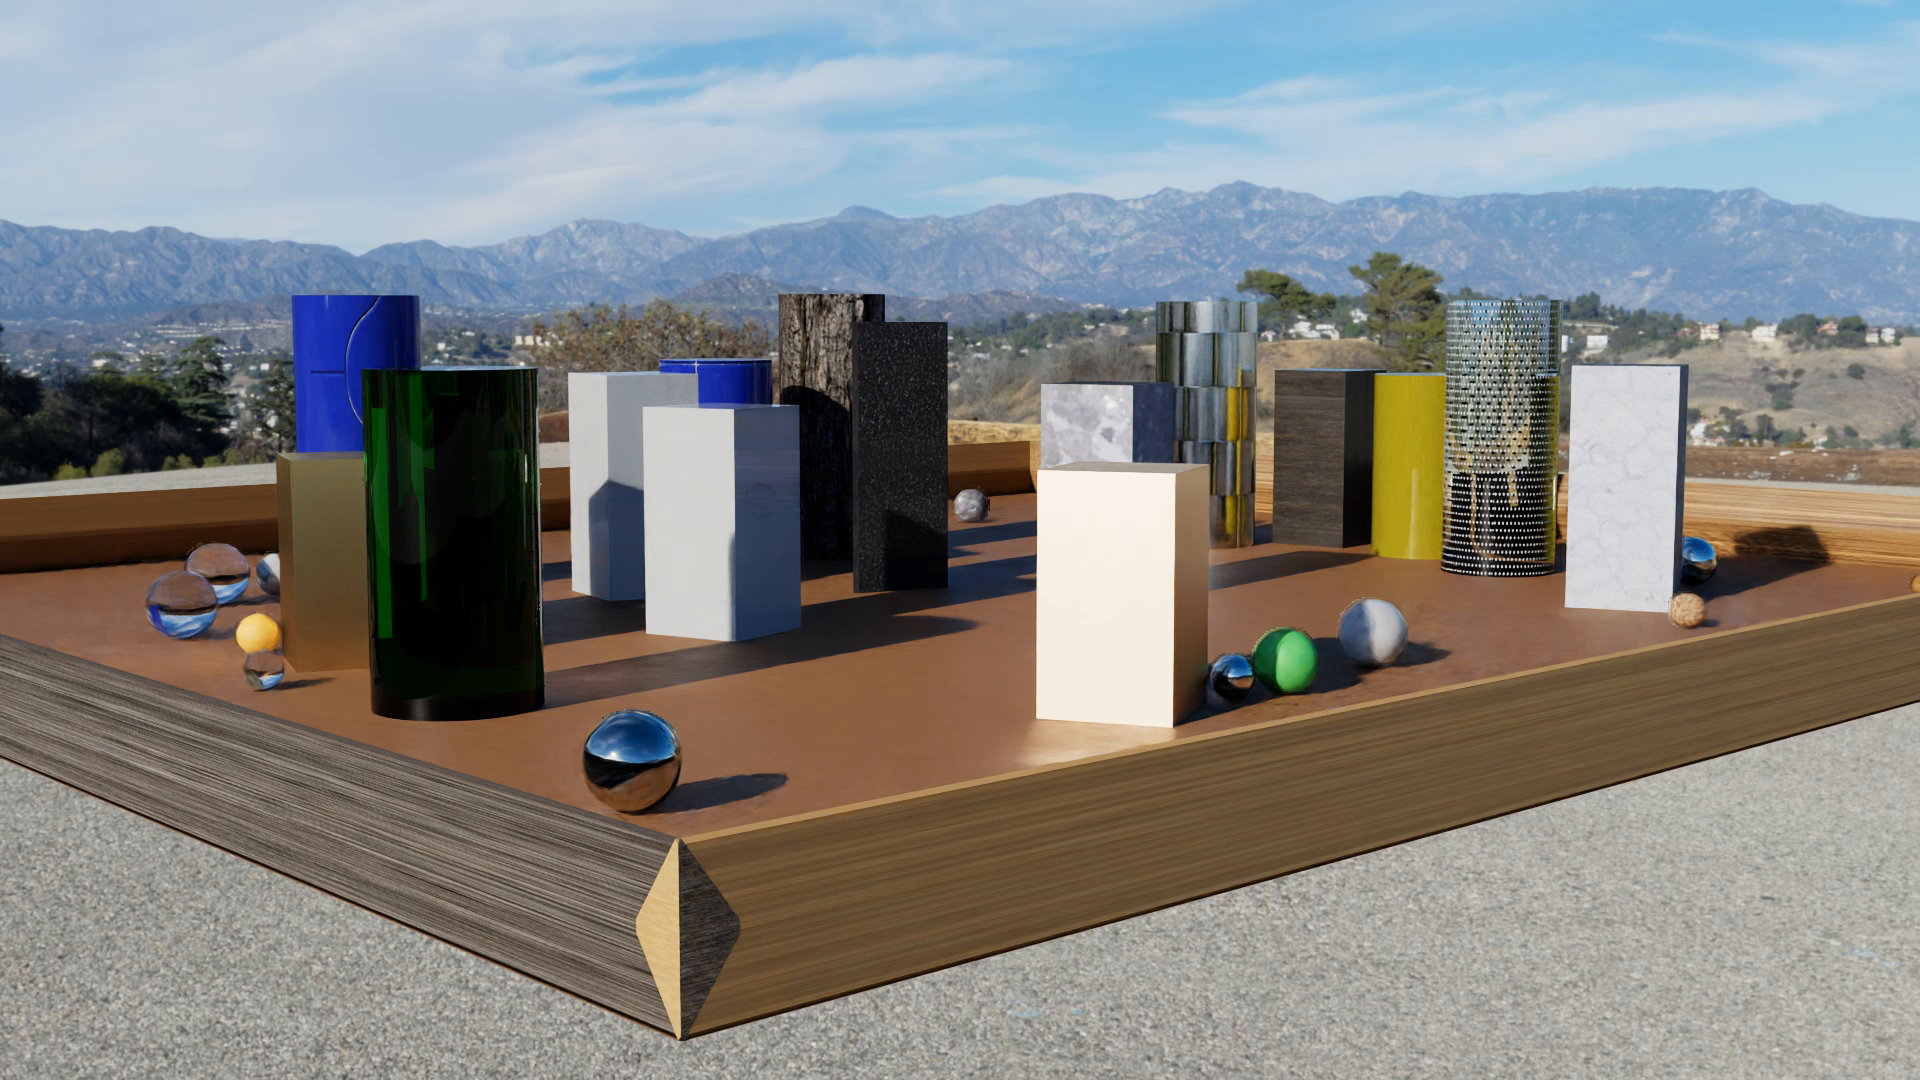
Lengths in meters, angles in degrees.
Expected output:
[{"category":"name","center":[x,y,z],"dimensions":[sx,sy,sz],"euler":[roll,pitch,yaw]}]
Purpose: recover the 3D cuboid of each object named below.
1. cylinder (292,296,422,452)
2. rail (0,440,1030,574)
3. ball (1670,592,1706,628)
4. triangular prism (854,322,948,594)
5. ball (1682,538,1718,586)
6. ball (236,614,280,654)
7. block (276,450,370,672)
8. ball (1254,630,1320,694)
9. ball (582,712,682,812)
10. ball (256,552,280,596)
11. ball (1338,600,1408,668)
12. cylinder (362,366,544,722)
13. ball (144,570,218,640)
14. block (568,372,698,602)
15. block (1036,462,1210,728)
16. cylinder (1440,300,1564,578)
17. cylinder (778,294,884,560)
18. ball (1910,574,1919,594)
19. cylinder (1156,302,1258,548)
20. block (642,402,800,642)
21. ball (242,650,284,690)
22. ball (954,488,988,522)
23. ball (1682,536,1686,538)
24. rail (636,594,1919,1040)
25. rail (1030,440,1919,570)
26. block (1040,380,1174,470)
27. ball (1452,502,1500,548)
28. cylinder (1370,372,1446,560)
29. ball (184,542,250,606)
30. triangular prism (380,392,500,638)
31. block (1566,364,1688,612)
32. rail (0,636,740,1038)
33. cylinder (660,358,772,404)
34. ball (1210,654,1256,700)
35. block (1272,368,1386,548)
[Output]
[{"category":"cylinder","center":[-0.929,-0.146,3.408],"dimensions":[0.190,0.464,0.190],"euler":[0,6,0]},{"category":"rail","center":[-0.908,-0.071,4.311],"dimensions":[2.977,0.124,0.045],"euler":[-6,8,-42]},{"category":"ball","center":[1.017,0.098,3.069],"dimensions":[0.049,0.049,0.049],"euler":[0,6,0]},{"category":"triangular prism","center":[-0.125,-0.138,3.525],"dimensions":[0.165,0.423,0.143],"euler":[-3,7,-29]},{"category":"ball","center":[1.180,0.034,3.541],"dimensions":[0.078,0.078,0.078],"euler":[0,6,0]},{"category":"ball","center":[-0.902,0.122,2.826],"dimensions":[0.054,0.054,0.054],"euler":[0,6,0]},{"category":"block","center":[-0.773,0.023,2.780],"dimensions":[0.152,0.260,0.152],"euler":[-3,7,-23]},{"category":"ball","center":[0.378,0.141,2.545],"dimensions":[0.075,0.075,0.075],"euler":[0,6,0]},{"category":"ball","center":[-0.291,0.197,1.949],"dimensions":[0.089,0.089,0.089],"euler":[0,6,0]},{"category":"ball","center":[-1.044,0.053,3.367],"dimensions":[0.067,0.067,0.067],"euler":[0,6,0]},{"category":"ball","center":[0.514,0.116,2.735],"dimensions":[0.085,0.085,0.085],"euler":[0,6,0]},{"category":"cylinder","center":[-0.564,-0.002,2.451],"dimensions":[0.190,0.379,0.190],"euler":[0,6,0]},{"category":"ball","center":[-1.048,0.088,2.962],"dimensions":[0.093,0.093,0.093],"euler":[0,6,0]},{"category":"block","center":[-0.509,-0.089,3.438],"dimensions":[0.152,0.344,0.152],"euler":[-4,7,-32]},{"category":"block","center":[0.181,0.055,2.425],"dimensions":[0.152,0.271,0.152],"euler":[2,6,20]},{"category":"cylinder","center":[0.915,-0.175,3.718],"dimensions":[0.190,0.458,0.190],"euler":[0,6,0]},{"category":"cylinder","center":[-0.229,-0.207,3.961],"dimensions":[0.190,0.469,0.190],"euler":[0,6,0]},{"category":"ball","center":[1.483,0.070,3.380],"dimensions":[0.040,0.040,0.040],"euler":[0,6,0]},{"category":"cylinder","center":[0.463,-0.220,4.149],"dimensions":[0.190,0.457,0.190],"euler":[0,6,0]},{"category":"block","center":[-0.327,-0.029,3.030],"dimensions":[0.152,0.311,0.152],"euler":[4,7,30]},{"category":"ball","center":[-0.815,0.152,2.574],"dimensions":[0.047,0.047,0.047],"euler":[0,6,0]},{"category":"ball","center":[0.023,-0.072,4.579],"dimensions":[0.071,0.071,0.071],"euler":[0,6,0]},{"category":"ball","center":[1.189,0.025,3.663],"dimensions":[0.071,0.071,0.071],"euler":[0,6,0]},{"category":"rail","center":[0.908,0.135,2.353],"dimensions":[2.977,0.124,0.045],"euler":[-6,8,-42]},{"category":"rail","center":[1.077,-0.072,4.320],"dimensions":[0.045,0.124,2.725],"euler":[-6,8,-42]},{"category":"block","center":[0.227,-0.076,3.386],"dimensions":[0.152,0.330,0.152],"euler":[3,7,29]},{"category":"ball","center":[0.956,-0.027,4.080],"dimensions":[0.087,0.087,0.087],"euler":[0,6,0]},{"category":"cylinder","center":[0.844,-0.137,3.985],"dimensions":[0.190,0.326,0.190],"euler":[0,6,0]},{"category":"ball","center":[-1.115,0.051,3.298],"dimensions":[0.095,0.095,0.095],"euler":[0,6,0]},{"category":"triangular prism","center":[-0.754,-0.041,3.061],"dimensions":[0.143,0.328,0.165],"euler":[4,7,33]},{"category":"block","center":[1.004,-0.083,3.307],"dimensions":[0.152,0.360,0.152],"euler":[3,7,23]},{"category":"rail","center":[-1.077,0.136,2.344],"dimensions":[0.045,0.124,2.725],"euler":[-6,8,-42]},{"category":"cylinder","center":[-0.413,-0.127,3.737],"dimensions":[0.190,0.358,0.190],"euler":[0,6,0]},{"category":"ball","center":[0.312,0.156,2.511],"dimensions":[0.051,0.051,0.051],"euler":[0,6,0]},{"category":"block","center":[0.702,-0.159,4.176],"dimensions":[0.152,0.328,0.152],"euler":[5,8,40]}]
